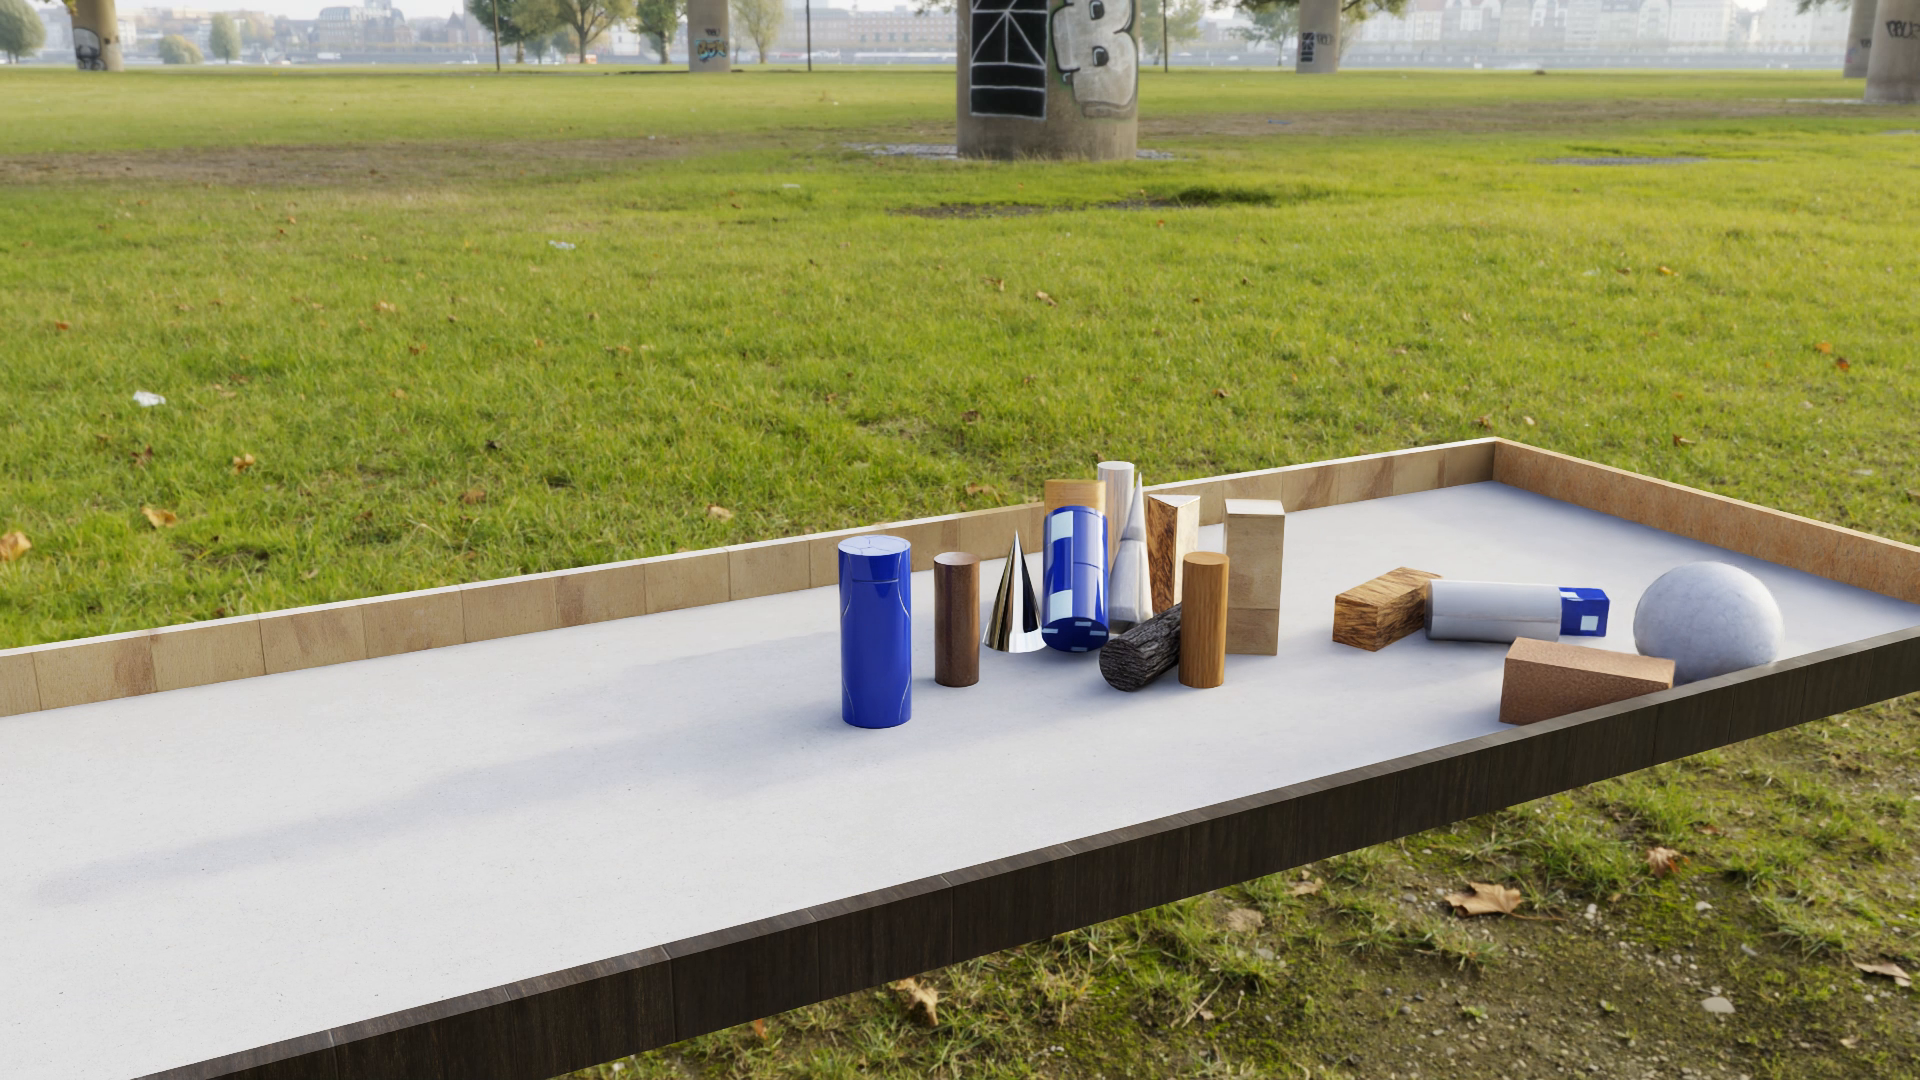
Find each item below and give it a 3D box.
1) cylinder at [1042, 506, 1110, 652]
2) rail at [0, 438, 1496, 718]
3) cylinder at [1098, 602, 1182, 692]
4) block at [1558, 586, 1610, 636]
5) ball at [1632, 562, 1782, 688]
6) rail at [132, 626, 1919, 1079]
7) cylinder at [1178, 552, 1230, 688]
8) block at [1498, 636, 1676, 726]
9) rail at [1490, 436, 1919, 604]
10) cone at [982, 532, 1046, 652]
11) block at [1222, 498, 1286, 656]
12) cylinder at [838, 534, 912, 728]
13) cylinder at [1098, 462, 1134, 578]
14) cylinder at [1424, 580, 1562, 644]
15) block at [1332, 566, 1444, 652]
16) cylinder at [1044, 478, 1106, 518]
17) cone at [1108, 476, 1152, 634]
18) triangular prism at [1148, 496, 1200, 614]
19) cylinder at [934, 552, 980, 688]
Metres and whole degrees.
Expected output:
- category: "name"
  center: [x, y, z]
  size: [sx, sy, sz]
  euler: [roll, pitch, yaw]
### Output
- category: "cylinder"
  center: [0.306, 0.102, 4.373]
  size: [0.176, 0.176, 0.352]
  euler: [1, 55, 3]
- category: "rail"
  center: [-3.305, 0.497, 3.399]
  size: [12.000, 0.150, 0.050]
  euler: [-9, 18, -27]
- category: "cylinder"
  center: [0.517, 0.262, 4.220]
  size: [0.137, 0.137, 0.402]
  euler: [11, 20, 34]
- category: "block"
  center: [1.550, 0.189, 4.526]
  size: [0.414, 0.104, 0.104]
  euler: [2, 17, 8]
- category: "ball"
  center: [1.821, 0.218, 4.023]
  size: [0.332, 0.332, 0.332]
  euler: [0, 16, 0]
- category: "rail"
  center: [-2.336, 1.006, 1.665]
  size: [12.000, 0.150, 0.050]
  euler: [-9, 18, -27]
- category: "cylinder"
  center: [0.606, 0.199, 4.107]
  size: [0.113, 0.322, 0.113]
  euler: [0, 16, 0]
- category: "block"
  center: [1.466, 0.355, 3.861]
  size: [0.355, 0.162, 0.162]
  euler: [8, 18, 26]
- category: "rail"
  center: [2.466, -0.048, 5.253]
  size: [0.050, 0.150, 2.100]
  euler: [-9, 18, -27]
- category: "cone"
  center: [0.148, 0.121, 4.386]
  size: [0.174, 0.313, 0.174]
  euler: [0, 16, 0]
- category: "block"
  center: [0.766, 0.097, 4.345]
  size: [0.145, 0.383, 0.145]
  euler: [2, 16, 5]
- category: "cylinder"
  center: [-0.198, 0.215, 3.873]
  size: [0.168, 0.423, 0.168]
  euler: [0, 16, 0]
- category: "cylinder"
  center: [0.453, -0.042, 4.848]
  size: [0.106, 0.366, 0.106]
  euler: [0, 16, 0]
- category: "cylinder"
  center: [1.420, 0.193, 4.407]
  size: [0.326, 0.164, 0.164]
  euler: [2, 17, 8]
- category: "block"
  center: [1.169, 0.185, 4.500]
  size: [0.127, 0.127, 0.361]
  euler: [15, 22, 41]
- category: "cylinder"
  center: [0.320, 0.013, 4.632]
  size: [0.171, 0.358, 0.171]
  euler: [1, 5, 0]
- category: "cone"
  center: [0.467, 0.021, 4.463]
  size: [0.157, 0.450, 0.157]
  euler: [7, -17, 2]
- category: "triangular prism"
  center: [0.579, 0.042, 4.630]
  size: [0.121, 0.329, 0.140]
  euler: [11, 20, 33]
- category: "cylinder"
  center: [-0.008, 0.198, 4.114]
  size: [0.113, 0.319, 0.113]
  euler: [0, 16, 0]
